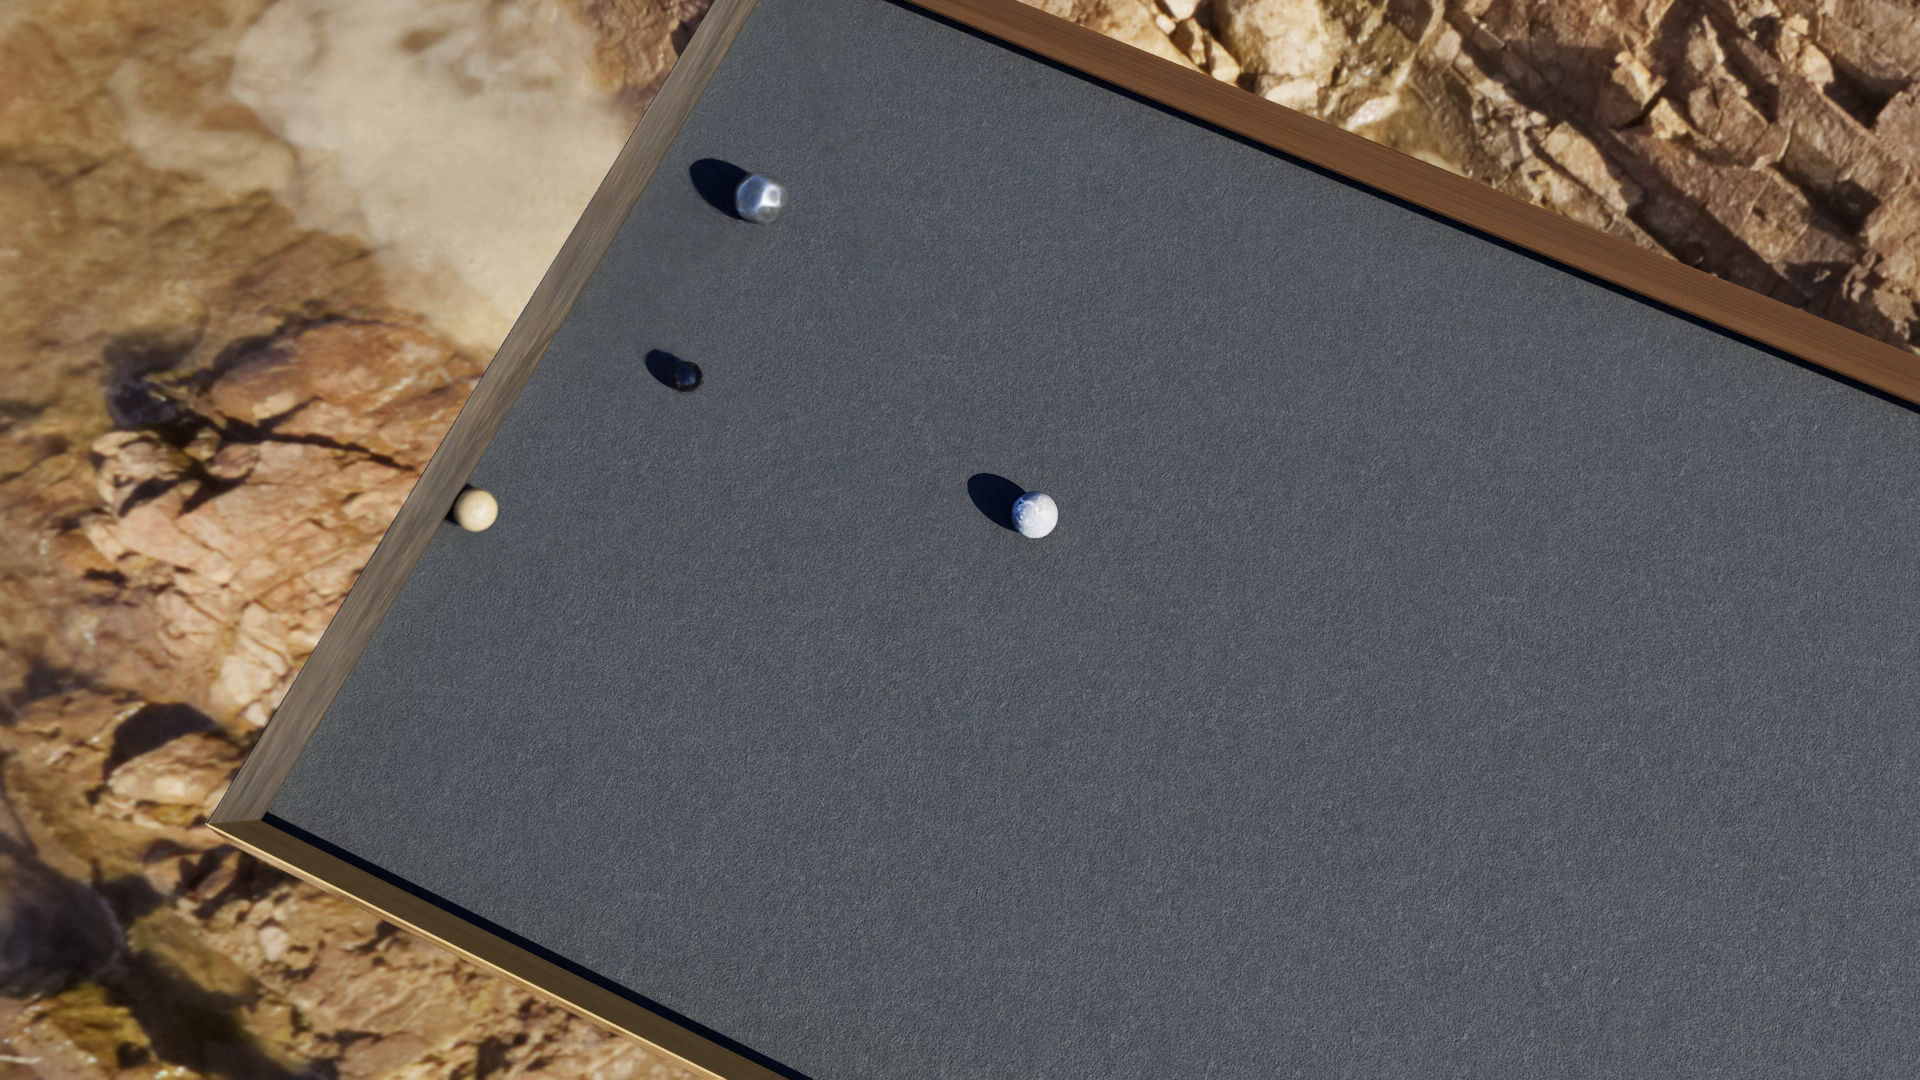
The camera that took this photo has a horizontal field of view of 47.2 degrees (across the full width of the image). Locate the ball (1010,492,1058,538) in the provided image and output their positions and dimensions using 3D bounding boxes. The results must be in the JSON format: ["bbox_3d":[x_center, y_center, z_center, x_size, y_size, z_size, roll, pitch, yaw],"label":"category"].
[{"bbox_3d":[0.119,-0.040,3.497,0.075,0.075,0.075,0,68,0],"label":"ball"}]

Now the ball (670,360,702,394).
[{"bbox_3d":[-0.448,-0.267,3.601,0.053,0.053,0.053,0,68,0],"label":"ball"}]

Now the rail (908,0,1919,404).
[{"bbox_3d":[1.099,-0.440,3.635,3.176,0.115,0.045,24,70,9],"label":"rail"}]

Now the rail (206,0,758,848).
[{"bbox_3d":[-0.696,-0.317,3.586,0.045,0.115,1.826,24,70,9],"label":"rail"}]

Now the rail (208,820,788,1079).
[{"bbox_3d":[0.336,1.052,3.037,3.176,0.115,0.045,24,70,9],"label":"rail"}]

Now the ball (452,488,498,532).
[{"bbox_3d":[-0.772,-0.048,3.503,0.070,0.070,0.070,0,68,0],"label":"ball"}]

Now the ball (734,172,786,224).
[{"bbox_3d":[-0.338,-0.576,3.705,0.088,0.088,0.088,0,68,0],"label":"ball"}]
